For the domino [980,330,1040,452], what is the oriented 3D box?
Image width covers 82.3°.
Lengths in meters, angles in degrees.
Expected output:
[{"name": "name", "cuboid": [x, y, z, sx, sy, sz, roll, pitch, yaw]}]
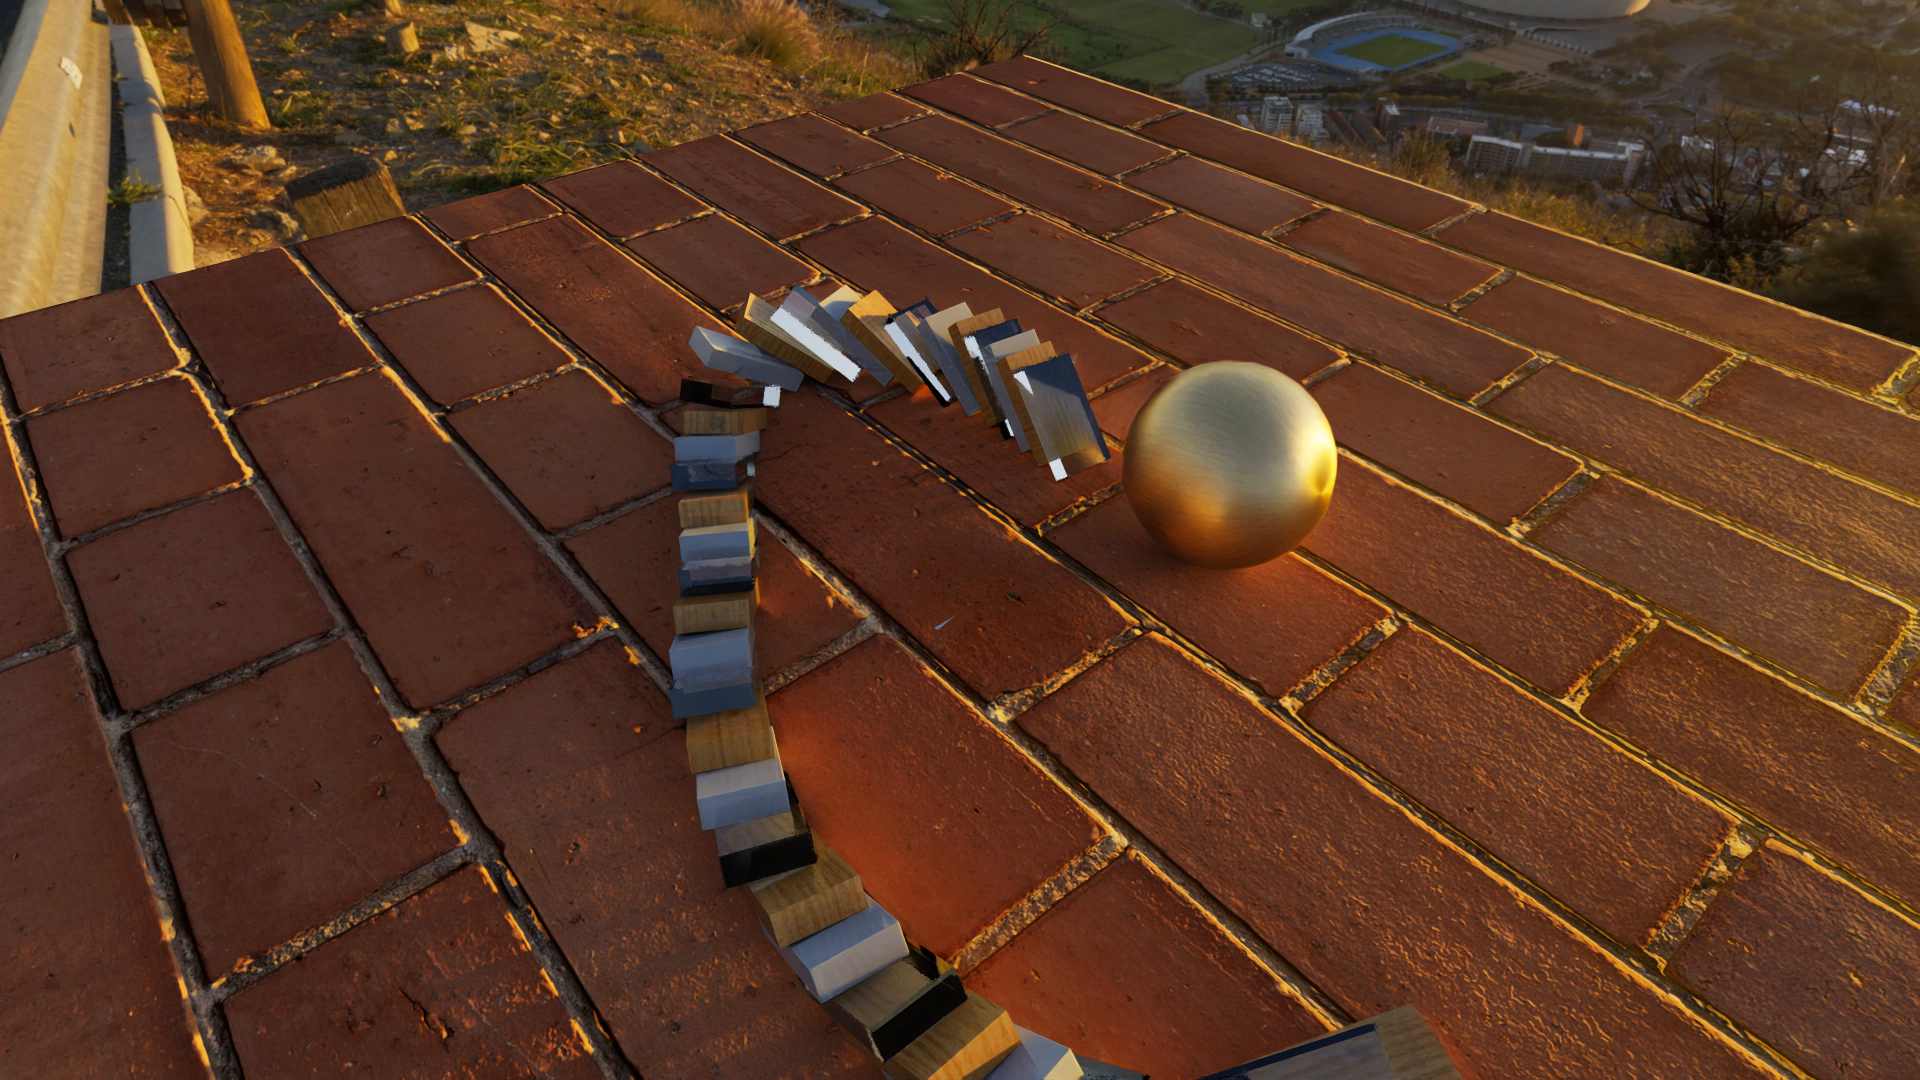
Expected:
[{"name": "domino", "cuboid": [0.031, -0.068, 0.499, 0.025, 0.050, 0.009, -24, 3, -26]}]

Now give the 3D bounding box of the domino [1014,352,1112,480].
[{"name": "domino", "cuboid": [0.045, -0.054, 0.483, 0.025, 0.050, 0.009, -24, 3, -26]}]

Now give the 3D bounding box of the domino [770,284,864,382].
[{"name": "domino", "cuboid": [-0.067, -0.103, 0.547, 0.050, 0.009, 0.025, 37, 37, -13]}]

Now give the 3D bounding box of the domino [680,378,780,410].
[{"name": "domino", "cuboid": [-0.105, -0.068, 0.508, 0.025, 0.009, 0.050, 11, 11, 14]}]

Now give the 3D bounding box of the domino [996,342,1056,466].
[{"name": "domino", "cuboid": [0.038, -0.061, 0.491, 0.025, 0.050, 0.009, -24, 3, -26]}]

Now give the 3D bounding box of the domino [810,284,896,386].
[{"name": "domino", "cuboid": [-0.047, -0.102, 0.546, 0.050, 0.010, 0.025, 44, 45, -3]}]

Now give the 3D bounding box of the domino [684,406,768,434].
[{"name": "domino", "cuboid": [-0.104, -0.054, 0.490, 0.025, 0.010, 0.050, 1, 9, 2]}]

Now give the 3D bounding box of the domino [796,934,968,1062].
[{"name": "domino", "cuboid": [-0.022, 0.113, 0.283, 0.025, 0.009, 0.050, -28, 12, -27]}]

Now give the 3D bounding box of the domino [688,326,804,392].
[{"name": "domino", "cuboid": [-0.103, -0.087, 0.530, 0.050, 0.009, 0.025, 12, 26, -41]}]

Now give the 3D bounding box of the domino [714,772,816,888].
[{"name": "domino", "cuboid": [-0.059, 0.084, 0.322, 0.025, 0.010, 0.050, -13, 11, -15]}]

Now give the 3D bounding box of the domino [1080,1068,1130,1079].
[{"name": "domino", "cuboid": [0.035, 0.138, 0.253, 0.050, 0.010, 0.025, -14, 23, 45]}]

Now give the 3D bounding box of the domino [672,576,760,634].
[{"name": "domino", "cuboid": [-0.087, 0.023, 0.396, 0.025, 0.009, 0.050, -5, 8, -6]}]

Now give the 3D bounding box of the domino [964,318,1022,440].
[{"name": "domino", "cuboid": [0.023, -0.074, 0.507, 0.025, 0.050, 0.010, -23, 3, -26]}]

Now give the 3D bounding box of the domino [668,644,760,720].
[{"name": "domino", "cuboid": [-0.081, 0.046, 0.366, 0.025, 0.010, 0.050, -9, 8, -7]}]

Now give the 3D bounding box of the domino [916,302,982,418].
[{"name": "domino", "cuboid": [0.003, -0.086, 0.525, 0.025, 0.010, 0.050, -29, 87, -30]}]

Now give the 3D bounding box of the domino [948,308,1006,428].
[{"name": "domino", "cuboid": [0.016, -0.081, 0.515, 0.025, 0.050, 0.010, -24, 3, -26]}]

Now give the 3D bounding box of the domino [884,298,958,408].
[{"name": "domino", "cuboid": [-0.012, -0.091, 0.534, 0.025, 0.010, 0.050, -32, 82, -33]}]

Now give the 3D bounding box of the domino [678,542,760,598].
[{"name": "domino", "cuboid": [-0.089, 0.011, 0.412, 0.025, 0.010, 0.050, -5, 9, -6]}]

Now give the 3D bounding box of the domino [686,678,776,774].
[{"name": "domino", "cuboid": [-0.074, 0.059, 0.354, 0.025, 0.010, 0.050, -9, 13, -11]}]

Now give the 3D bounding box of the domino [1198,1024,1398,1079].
[{"name": "domino", "cuboid": [0.079, 0.136, 0.260, 0.050, 0.009, 0.025, -24, 44, 12]}]

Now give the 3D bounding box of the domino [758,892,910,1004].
[{"name": "domino", "cuboid": [-0.036, 0.104, 0.296, 0.025, 0.010, 0.050, -21, 11, -24]}]

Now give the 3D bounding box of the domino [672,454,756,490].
[{"name": "domino", "cuboid": [-0.102, -0.029, 0.460, 0.025, 0.010, 0.050, -2, 9, -2]}]

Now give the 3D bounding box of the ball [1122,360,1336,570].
[{"name": "ball", "cuboid": [0.103, -0.029, 0.423, 0.080, 0.080, 0.080, 0, 39, 0]}]

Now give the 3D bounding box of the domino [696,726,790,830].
[{"name": "domino", "cuboid": [-0.067, 0.072, 0.337, 0.025, 0.009, 0.050, -10, 11, -12]}]

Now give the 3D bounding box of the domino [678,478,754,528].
[{"name": "domino", "cuboid": [-0.098, -0.015, 0.445, 0.025, 0.010, 0.050, -5, 12, -6]}]

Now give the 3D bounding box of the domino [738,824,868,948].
[{"name": "domino", "cuboid": [-0.046, 0.095, 0.307, 0.025, 0.009, 0.050, -19, 10, -22]}]

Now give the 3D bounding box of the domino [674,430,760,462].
[{"name": "domino", "cuboid": [-0.104, -0.041, 0.474, 0.025, 0.009, 0.050, 0, 9, 1]}]

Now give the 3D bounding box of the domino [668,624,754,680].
[{"name": "domino", "cuboid": [-0.084, 0.035, 0.378, 0.025, 0.010, 0.050, -9, 8, -8]}]

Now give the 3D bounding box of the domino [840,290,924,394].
[{"name": "domino", "cuboid": [-0.032, -0.098, 0.540, 0.050, 0.009, 0.025, 45, 45, -3]}]

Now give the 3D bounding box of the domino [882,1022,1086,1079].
[{"name": "domino", "cuboid": [0.004, 0.128, 0.265, 0.025, 0.010, 0.050, -35, 15, -33]}]

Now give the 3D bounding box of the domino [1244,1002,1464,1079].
[{"name": "domino", "cuboid": [0.099, 0.137, 0.276, 0.050, 0.010, 0.025, -12, 41, -14]}]

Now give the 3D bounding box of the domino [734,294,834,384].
[{"name": "domino", "cuboid": [-0.085, -0.099, 0.543, 0.050, 0.009, 0.025, 29, 33, -23]}]

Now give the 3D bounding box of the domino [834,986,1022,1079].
[{"name": "domino", "cuboid": [-0.010, 0.121, 0.274, 0.025, 0.010, 0.050, -30, 13, -29]}]

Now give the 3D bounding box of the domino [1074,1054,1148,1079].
[{"name": "domino", "cuboid": [0.020, 0.134, 0.258, 0.050, 0.009, 0.025, -12, 24, 49]}]

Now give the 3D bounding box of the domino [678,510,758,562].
[{"name": "domino", "cuboid": [-0.093, -0.002, 0.428, 0.025, 0.009, 0.050, -5, 11, -6]}]
